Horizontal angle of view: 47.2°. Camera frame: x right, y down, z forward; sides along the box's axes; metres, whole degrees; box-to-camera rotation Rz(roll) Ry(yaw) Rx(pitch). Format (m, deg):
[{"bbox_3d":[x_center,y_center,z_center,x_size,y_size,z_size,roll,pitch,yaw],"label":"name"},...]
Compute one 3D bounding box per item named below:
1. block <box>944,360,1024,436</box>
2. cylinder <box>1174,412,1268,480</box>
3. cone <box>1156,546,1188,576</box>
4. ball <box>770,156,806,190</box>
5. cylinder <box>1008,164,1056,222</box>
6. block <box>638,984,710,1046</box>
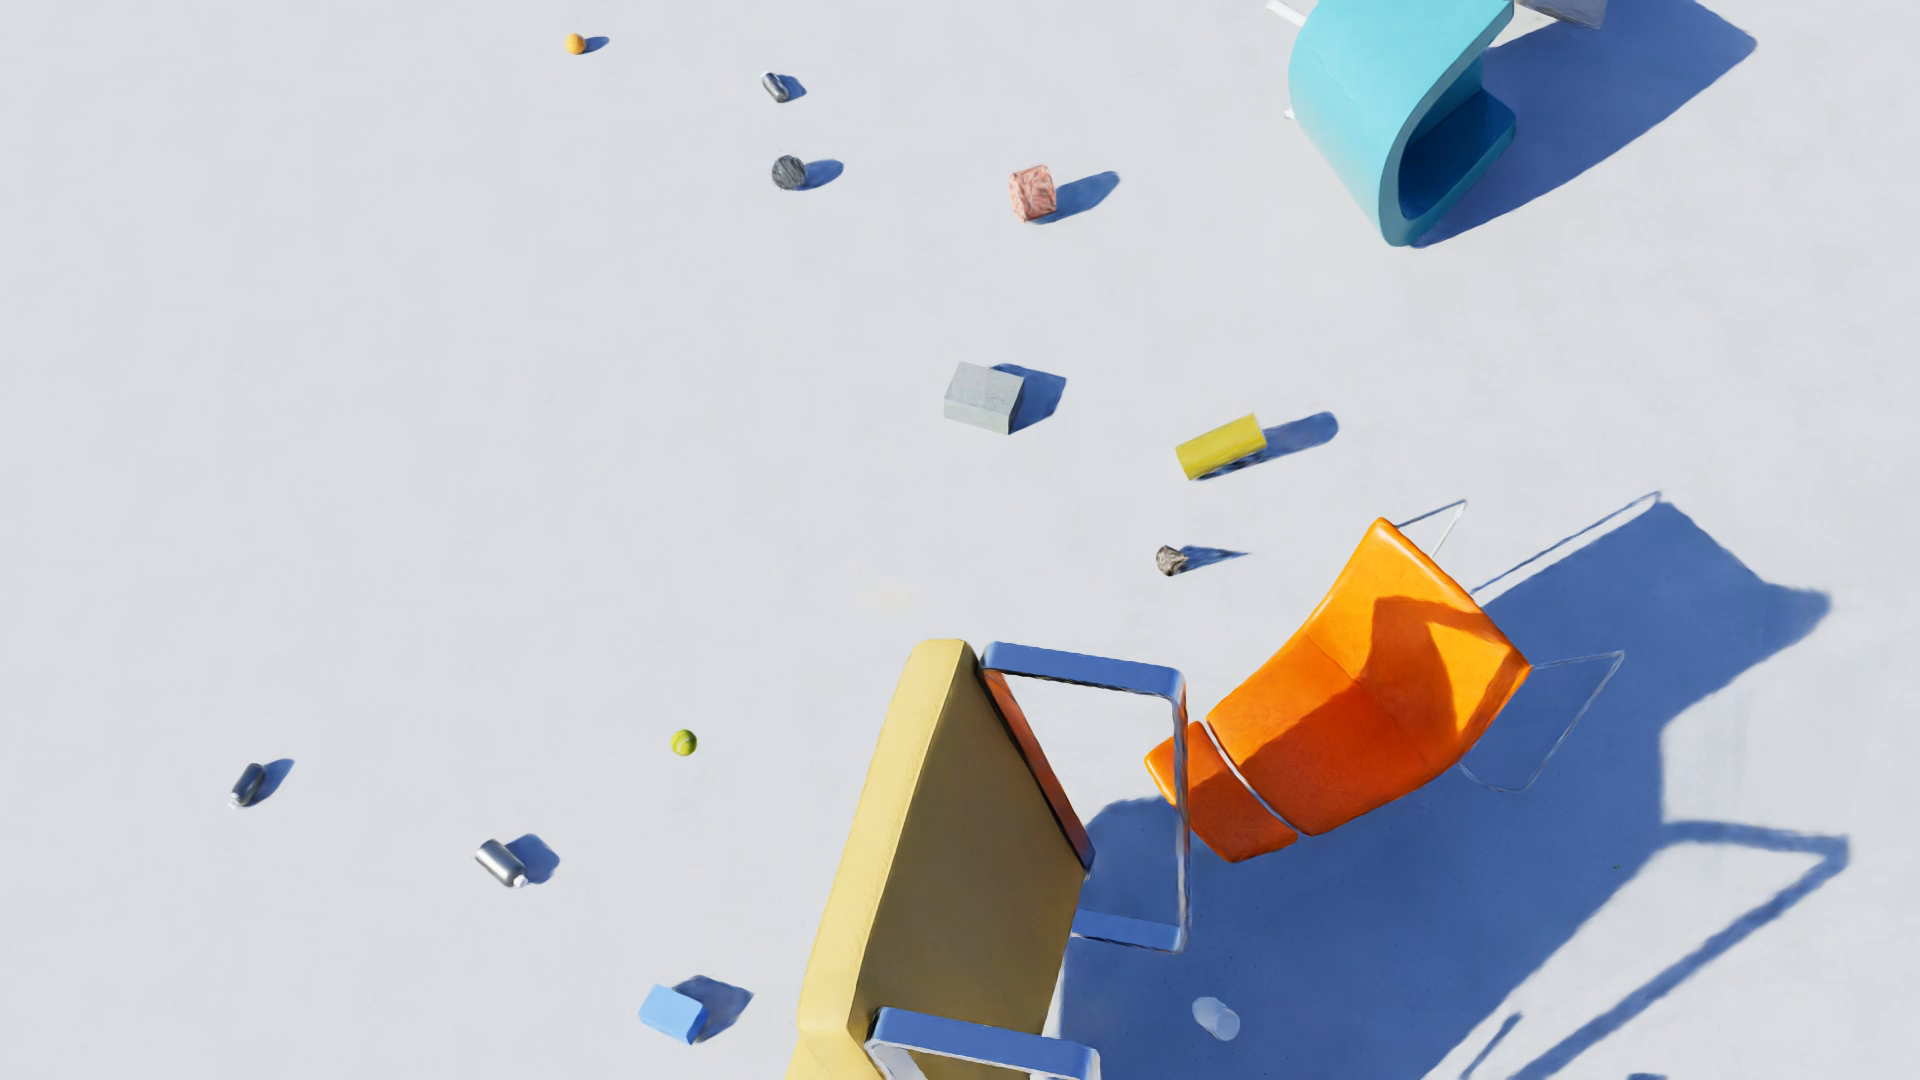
[{"bbox_3d":[0.075,-0.440,6.809,0.211,0.100,0.155,16,58,10],"label":"block"},{"bbox_3d":[0.789,-0.282,6.638,0.256,0.113,0.116,-24,101,12],"label":"cylinder"},{"bbox_3d":[0.639,0.056,6.435,0.074,0.142,0.092,-18,92,-21],"label":"cone"},{"bbox_3d":[-0.572,-1.223,7.325,0.116,0.116,0.116,0,56,0],"label":"ball"},{"bbox_3d":[0.238,-1.135,7.209,0.117,0.167,0.104,-19,24,-15],"label":"cylinder"},{"bbox_3d":[-0.742,1.228,5.697,0.148,0.068,0.094,19,60,20],"label":"block"}]
